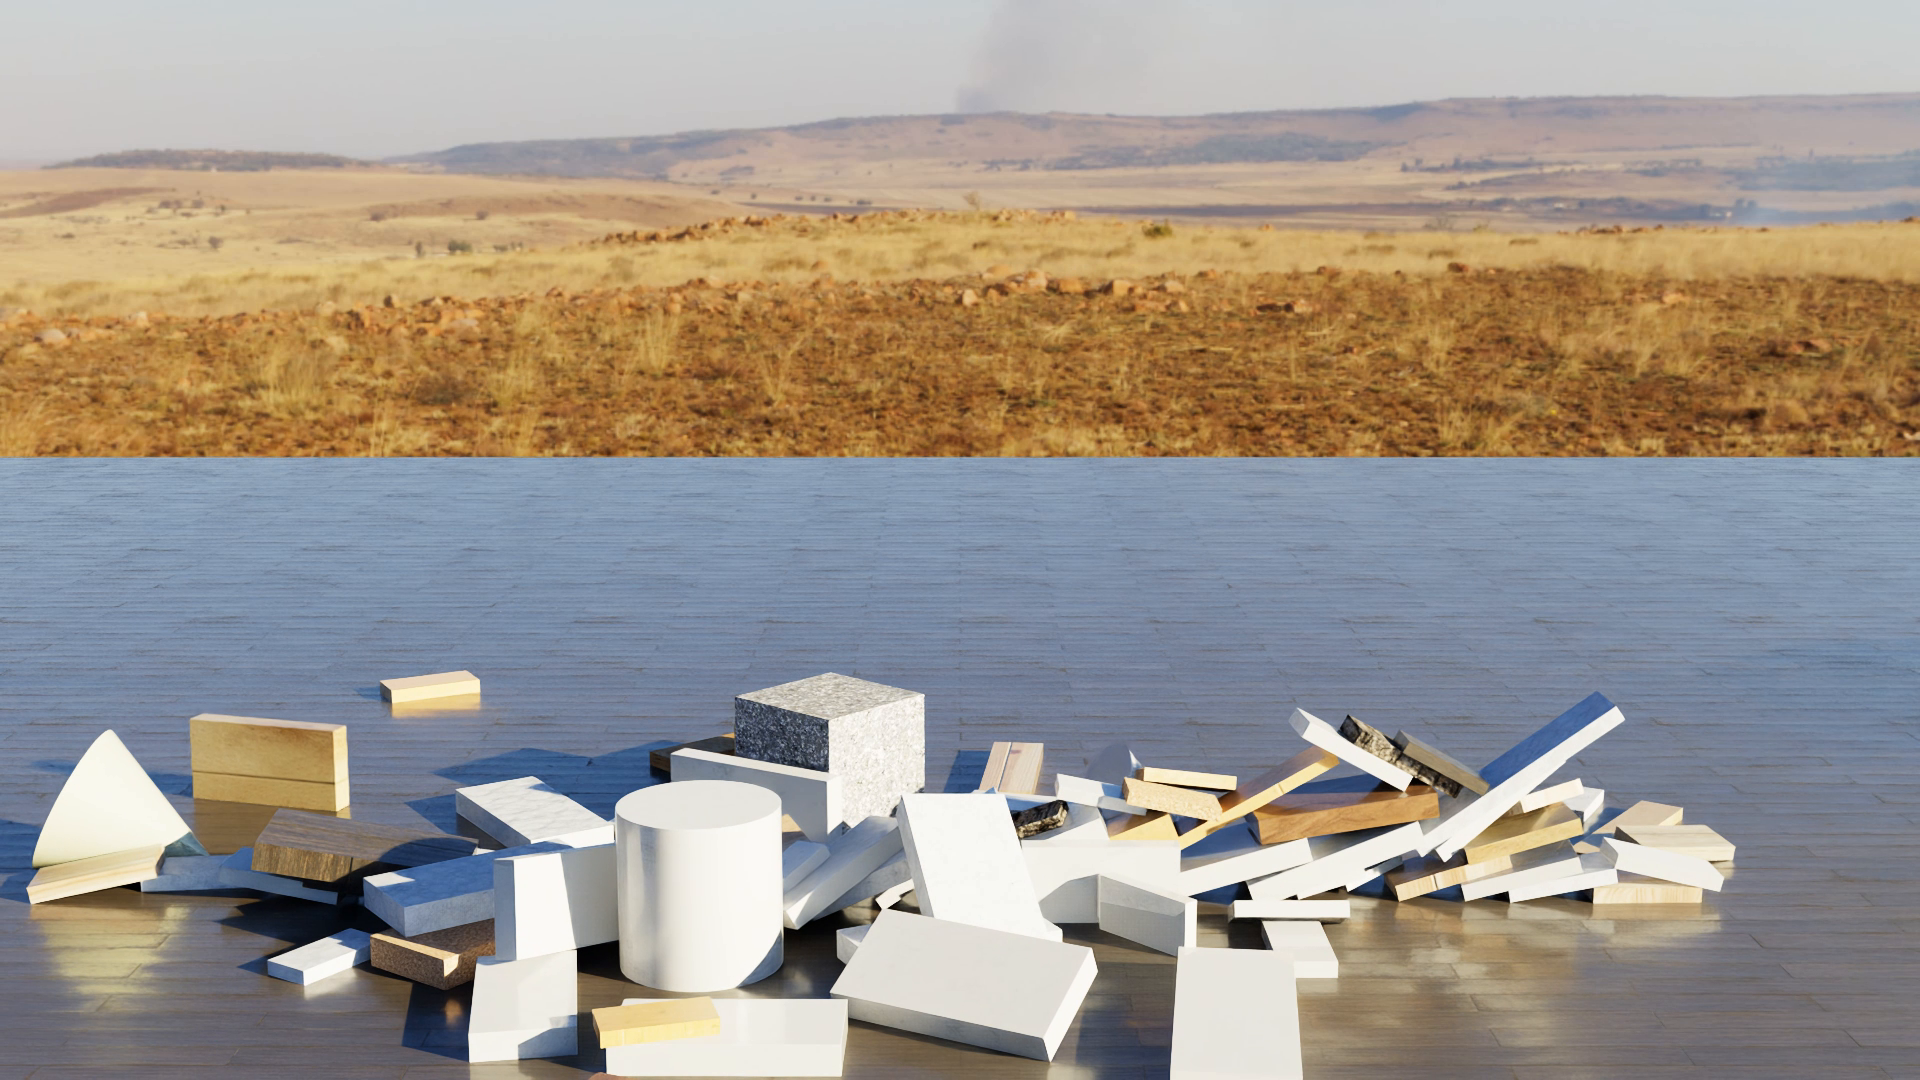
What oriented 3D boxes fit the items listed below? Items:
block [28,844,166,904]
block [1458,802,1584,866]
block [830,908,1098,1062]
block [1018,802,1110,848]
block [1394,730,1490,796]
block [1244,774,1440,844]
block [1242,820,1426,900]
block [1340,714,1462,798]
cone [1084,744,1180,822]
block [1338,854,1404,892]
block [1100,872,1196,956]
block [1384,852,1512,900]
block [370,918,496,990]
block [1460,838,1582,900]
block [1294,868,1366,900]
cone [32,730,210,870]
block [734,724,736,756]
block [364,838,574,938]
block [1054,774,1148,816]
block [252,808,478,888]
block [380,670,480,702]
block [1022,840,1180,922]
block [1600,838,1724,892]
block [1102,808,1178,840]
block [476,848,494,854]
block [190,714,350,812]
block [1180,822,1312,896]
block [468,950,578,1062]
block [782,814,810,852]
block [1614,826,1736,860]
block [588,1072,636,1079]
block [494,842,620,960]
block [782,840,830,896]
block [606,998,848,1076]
[{"bbox_3d":[-1.442,0.557,3.680,0.202,0.029,0.101,-11,12,-8],"label":"block"},{"bbox_3d":[0.925,0.487,3.657,0.194,0.028,0.097,-16,10,1],"label":"block"},{"bbox_3d":[0.005,0.629,3.129,0.340,0.048,0.170,6,39,28],"label":"block"},{"bbox_3d":[0.087,0.513,3.631,0.316,0.045,0.158,-22,11,3],"label":"block"},{"bbox_3d":[0.795,0.368,3.635,0.154,0.022,0.077,28,8,-6],"label":"block"},{"bbox_3d":[0.628,0.440,3.650,0.296,0.042,0.148,-8,11,-2],"label":"block"},{"bbox_3d":[0.612,0.518,3.660,0.296,0.042,0.148,-21,11,1],"label":"block"},{"bbox_3d":[0.734,0.360,3.658,0.198,0.028,0.099,28,7,-9],"label":"block"},{"bbox_3d":[0.336,0.494,3.939,0.202,0.202,0.202,25,3,-19],"label":"cone"},{"bbox_3d":[0.681,0.555,3.709,0.120,0.017,0.060,-21,13,-24],"label":"block"},{"bbox_3d":[0.293,0.586,3.442,0.026,0.090,0.180,-10,14,-42],"label":"block"},{"bbox_3d":[0.812,0.547,3.675,0.194,0.028,0.097,-17,10,0],"label":"block"},{"bbox_3d":[-0.730,0.610,3.433,0.168,0.048,0.336,8,13,36],"label":"block"},{"bbox_3d":[0.925,0.546,3.653,0.194,0.028,0.097,-15,10,8],"label":"block"},{"bbox_3d":[0.610,0.565,3.671,0.120,0.017,0.060,-16,11,-6],"label":"block"},{"bbox_3d":[-1.408,0.505,3.803,0.265,0.265,0.265,26,8,-7],"label":"cone"},{"bbox_3d":[-0.302,0.404,4.246,0.044,0.155,0.310,10,14,43],"label":"block"},{"bbox_3d":[-0.755,0.549,3.497,0.336,0.048,0.168,-8,13,-35],"label":"block"},{"bbox_3d":[0.233,0.421,3.633,0.149,0.021,0.074,11,11,-2],"label":"block"},{"bbox_3d":[-0.980,0.520,3.640,0.336,0.048,0.168,10,11,-6],"label":"block"},{"bbox_3d":[-1.201,0.332,4.982,0.200,0.028,0.100,-6,12,-29],"label":"block"},{"bbox_3d":[0.225,0.550,3.540,0.253,0.126,0.036,0,11,0],"label":"block"},{"bbox_3d":[1.167,0.540,3.662,0.179,0.025,0.090,13,10,-2],"label":"block"},{"bbox_3d":[0.201,0.510,3.656,0.316,0.045,0.158,-22,10,4],"label":"block"},{"bbox_3d":[-0.844,0.553,3.832,0.097,0.014,0.049,4,11,19],"label":"block"},{"bbox_3d":[-1.307,0.420,4.159,0.309,0.154,0.044,3,10,16],"label":"block"},{"bbox_3d":[0.425,0.531,3.658,0.296,0.042,0.148,-16,11,1],"label":"block"},{"bbox_3d":[-0.623,0.665,3.153,0.146,0.041,0.292,-2,11,-10],"label":"block"},{"bbox_3d":[-0.369,0.539,3.623,0.252,0.036,0.126,-18,33,-24],"label":"block"},{"bbox_3d":[1.250,0.530,3.849,0.182,0.026,0.091,2,16,-17],"label":"block"},{"bbox_3d":[-0.461,0.745,2.719,0.146,0.041,0.292,4,11,22],"label":"block"},{"bbox_3d":[-0.594,0.546,3.351,0.041,0.146,0.292,-4,-4,30],"label":"block"},{"bbox_3d":[-0.289,0.540,3.536,0.156,0.022,0.078,-37,22,-34],"label":"block"},{"bbox_3d":[-0.317,0.685,3.034,0.316,0.045,0.158,0,11,0],"label":"block"}]
